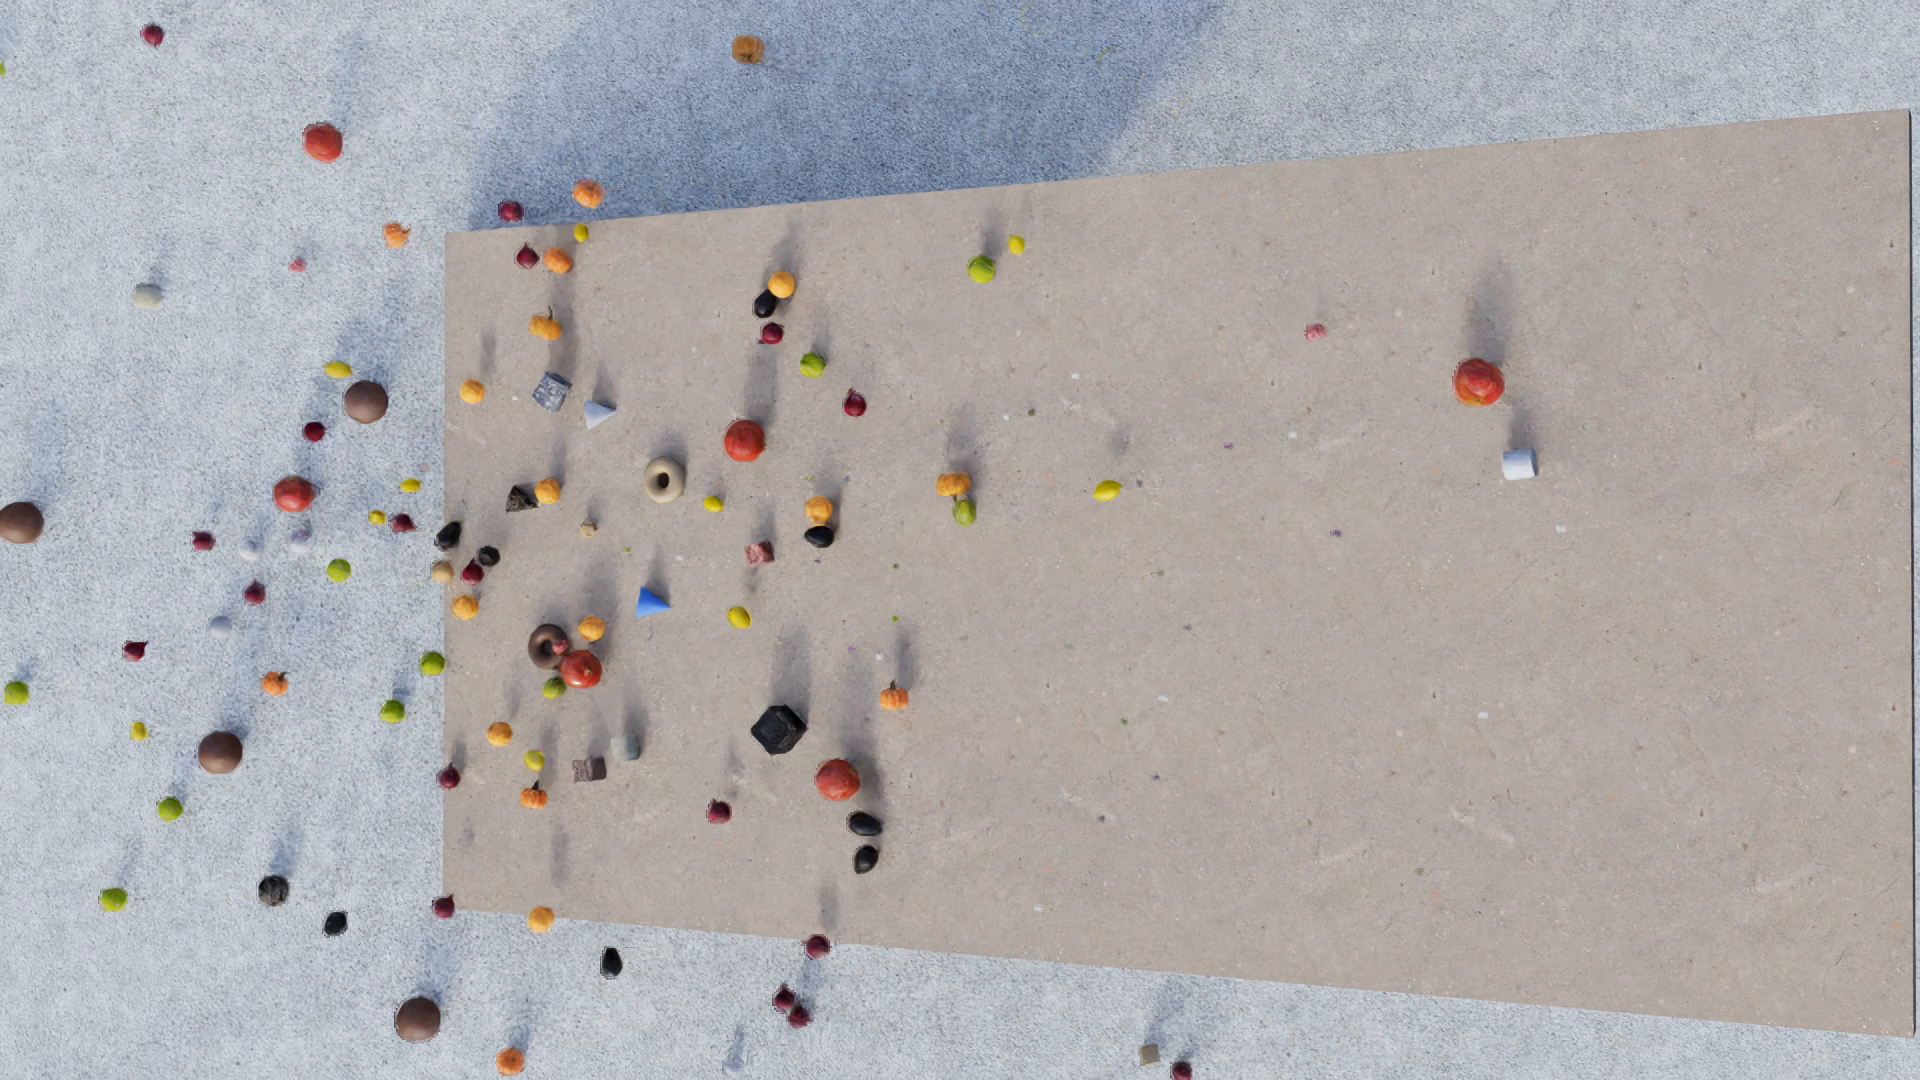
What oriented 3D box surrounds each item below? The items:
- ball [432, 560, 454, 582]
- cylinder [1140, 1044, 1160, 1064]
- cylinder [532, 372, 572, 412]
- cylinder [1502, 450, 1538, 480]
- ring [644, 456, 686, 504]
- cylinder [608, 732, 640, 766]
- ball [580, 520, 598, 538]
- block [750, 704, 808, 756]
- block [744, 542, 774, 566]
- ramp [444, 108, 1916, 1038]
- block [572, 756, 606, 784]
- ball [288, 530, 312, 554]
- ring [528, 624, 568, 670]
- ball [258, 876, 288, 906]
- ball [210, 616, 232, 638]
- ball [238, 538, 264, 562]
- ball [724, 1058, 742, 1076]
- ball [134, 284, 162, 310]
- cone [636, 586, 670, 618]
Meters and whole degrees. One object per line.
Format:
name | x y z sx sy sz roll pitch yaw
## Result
ball | -1.520 0.093 6.464 0.066 0.066 0.066 0 89 0
cylinder | 0.568 1.533 6.562 0.052 0.052 0.052 -10 73 0
cylinder | -1.168 -0.425 6.294 0.084 0.084 0.084 30 104 0
cylinder | 1.291 -0.174 5.070 0.066 0.066 0.066 -3 89 32
ring | -0.827 -0.168 6.147 0.131 0.044 0.131 0 91 26
cylinder | -0.942 0.588 6.178 0.072 0.072 0.072 -21 71 0
ball | -1.057 -0.030 6.257 0.051 0.051 0.051 0 89 0
block | -0.489 0.513 5.942 0.092 0.092 0.092 46 108 20
block | -0.548 0.039 5.998 0.054 0.054 0.054 -14 83 26
ramp | 0.279 0.079 5.668 4.000 0.100 2.000 0 89 27
block | -1.051 0.652 6.239 0.064 0.064 0.064 -10 85 26
ball | -1.972 0.006 6.577 0.068 0.068 0.068 0 89 0
ring | -1.183 0.309 6.320 0.134 0.045 0.134 -1 89 26
ball | -2.047 1.045 6.556 0.089 0.089 0.089 0 89 0
ball | -2.211 0.260 6.577 0.065 0.065 0.065 0 89 0
ball | -2.119 0.027 6.575 0.072 0.072 0.072 0 89 0
ball | -0.677 1.573 6.567 0.056 0.056 0.056 0 89 0
ball | -2.430 -0.728 6.582 0.076 0.076 0.076 0 89 0
cone | -0.852 0.183 6.157 0.091 0.091 0.091 11 89 0
